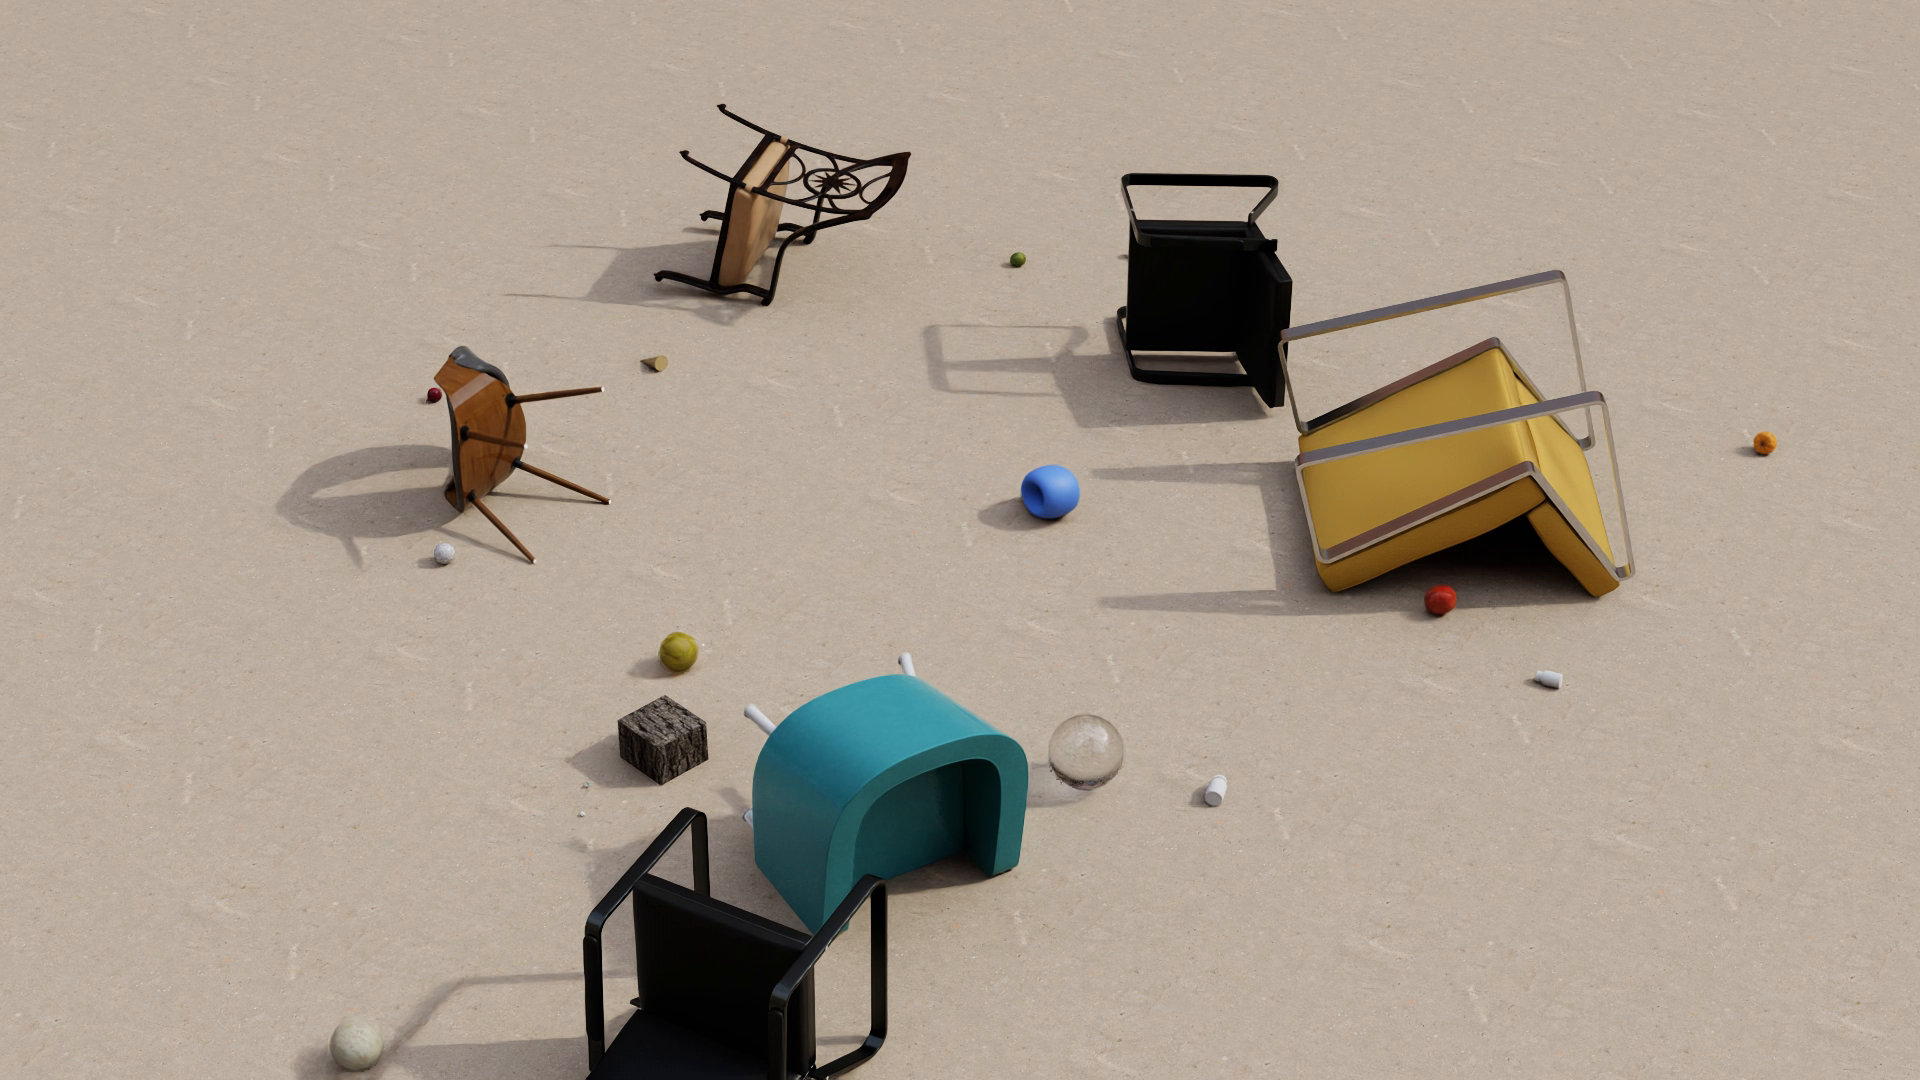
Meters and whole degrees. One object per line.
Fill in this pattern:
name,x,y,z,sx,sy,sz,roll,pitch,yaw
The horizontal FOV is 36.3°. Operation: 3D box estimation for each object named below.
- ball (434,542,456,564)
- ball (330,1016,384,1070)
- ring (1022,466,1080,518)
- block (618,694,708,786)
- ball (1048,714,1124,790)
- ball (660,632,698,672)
ball,-1.899,0.049,10.799,0.079,0.079,0.079,0,33,0
ball,-1.764,1.472,8.572,0.153,0.153,0.153,0,33,0
ring,0.342,-0.182,11.048,0.161,0.198,0.221,-17,20,-31
block,-0.991,0.667,9.791,0.204,0.155,0.216,-28,43,-36
ball,0.416,0.698,9.658,0.250,0.250,0.250,0,33,0
ball,-0.981,0.390,10.229,0.137,0.137,0.137,0,33,0
